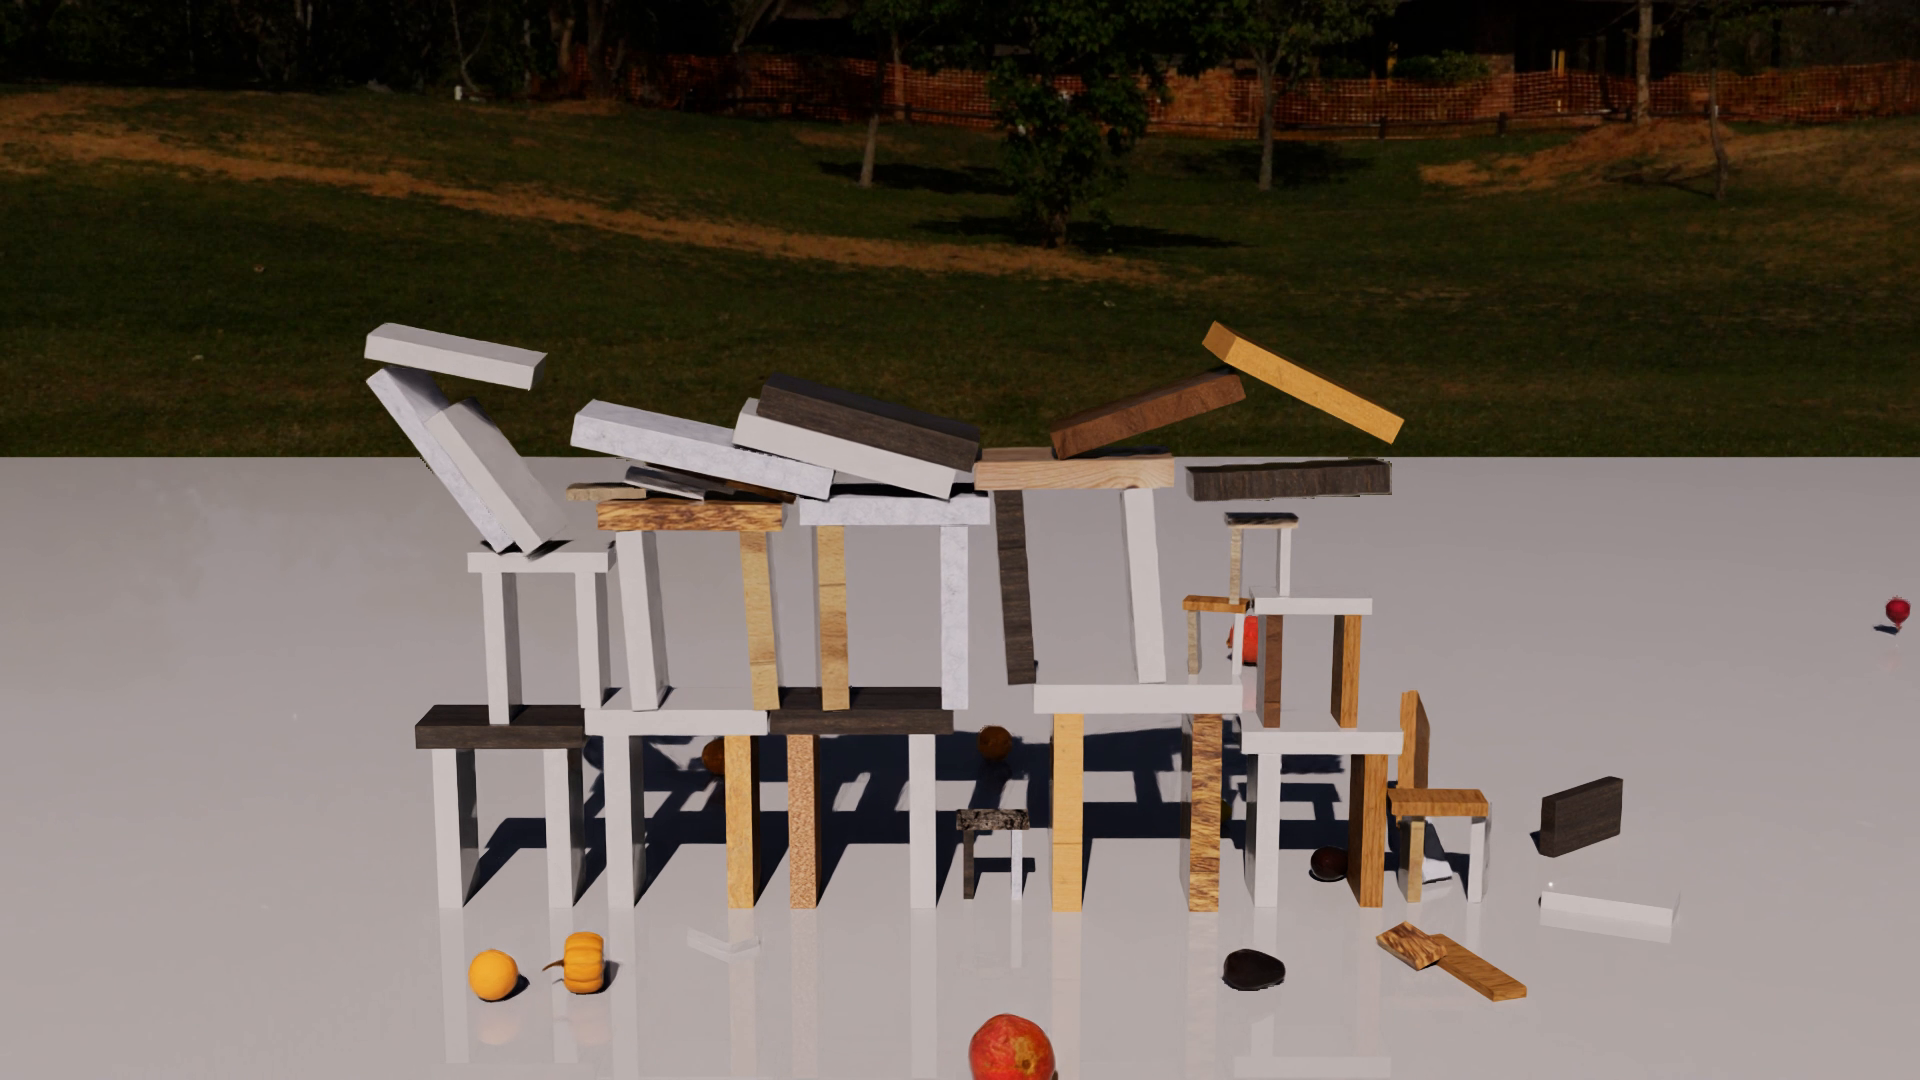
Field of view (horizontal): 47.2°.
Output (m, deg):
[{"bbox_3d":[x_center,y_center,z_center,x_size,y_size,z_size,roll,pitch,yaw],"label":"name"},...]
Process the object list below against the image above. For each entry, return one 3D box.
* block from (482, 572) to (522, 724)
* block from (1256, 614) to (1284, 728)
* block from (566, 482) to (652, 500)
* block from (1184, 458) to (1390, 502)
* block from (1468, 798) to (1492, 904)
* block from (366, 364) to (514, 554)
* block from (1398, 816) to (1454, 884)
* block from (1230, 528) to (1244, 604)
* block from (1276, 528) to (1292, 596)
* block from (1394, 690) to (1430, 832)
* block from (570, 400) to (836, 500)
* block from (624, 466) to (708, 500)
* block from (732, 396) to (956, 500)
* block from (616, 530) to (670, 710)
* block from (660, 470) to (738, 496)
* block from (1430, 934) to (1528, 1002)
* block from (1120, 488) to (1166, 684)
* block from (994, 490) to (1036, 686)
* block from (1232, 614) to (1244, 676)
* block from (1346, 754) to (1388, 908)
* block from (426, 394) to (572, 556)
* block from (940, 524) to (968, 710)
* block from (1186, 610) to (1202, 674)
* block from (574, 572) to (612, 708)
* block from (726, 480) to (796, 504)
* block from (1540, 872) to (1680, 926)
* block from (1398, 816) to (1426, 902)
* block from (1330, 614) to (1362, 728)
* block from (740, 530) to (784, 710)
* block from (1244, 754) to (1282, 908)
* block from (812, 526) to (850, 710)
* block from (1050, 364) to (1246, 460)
[{"bbox_3d":[-0.746,0.164,3.587,0.032,0.250,0.112,-1,11,0],"label":"block"},{"bbox_3d":[0.507,0.204,3.605,0.027,0.188,0.094,0,11,0],"label":"block"},{"bbox_3d":[-0.566,-0.079,3.544,0.129,0.018,0.064,-1,11,-1],"label":"block"},{"bbox_3d":[0.523,-0.097,3.533,0.308,0.044,0.154,-3,6,1],"label":"block"},{"bbox_3d":[0.862,0.515,3.647,0.022,0.156,0.078,4,11,21],"label":"block"},{"bbox_3d":[-0.811,-0.140,3.535,0.037,0.340,0.130,-35,7,15],"label":"block"},{"bbox_3d":[0.793,0.525,3.746,0.056,0.113,0.016,-5,-26,-27],"label":"block"},{"bbox_3d":[0.449,0.037,3.570,0.016,0.126,0.056,3,11,11],"label":"block"},{"bbox_3d":[0.525,0.031,3.570,0.016,0.113,0.056,0,11,2],"label":"block"},{"bbox_3d":[0.806,0.414,3.910,0.029,0.103,0.292,-8,43,22],"label":"block"},{"bbox_3d":[-0.404,-0.147,3.529,0.412,0.050,0.175,12,11,-3],"label":"block"},{"bbox_3d":[-0.472,-0.092,3.540,0.129,0.018,0.064,13,10,-4],"label":"block"},{"bbox_3d":[-0.182,-0.149,3.531,0.350,0.050,0.175,15,11,-4],"label":"block"},{"bbox_3d":[-0.515,0.116,3.577,0.041,0.293,0.146,-4,10,1],"label":"block"},{"bbox_3d":[-0.420,-0.098,3.541,0.122,0.016,0.056,13,10,-2],"label":"block"},{"bbox_3d":[0.767,0.645,3.327,0.056,0.016,0.232,-4,11,-19],"label":"block"},{"bbox_3d":[0.295,0.059,3.568,0.045,0.315,0.157,-5,10,1],"label":"block"},{"bbox_3d":[0.088,0.062,3.569,0.045,0.315,0.157,-4,10,1],"label":"block"},{"bbox_3d":[0.454,0.165,3.590,0.015,0.103,0.051,3,11,5],"label":"block"},{"bbox_3d":[0.674,0.462,3.643,0.037,0.260,0.130,0,11,0],"label":"block"},{"bbox_3d":[-0.739,-0.105,3.528,0.037,0.261,0.131,-35,6,17],"label":"block"},{"bbox_3d":[-0.009,0.111,3.583,0.043,0.301,0.150,0,10,0],"label":"block"},{"bbox_3d":[0.384,0.163,3.596,0.015,0.103,0.051,0,10,14],"label":"block"},{"bbox_3d":[-0.598,0.151,3.585,0.032,0.223,0.112,-1,11,0],"label":"block"},{"bbox_3d":[-0.317,-0.084,3.528,0.112,0.016,0.056,17,10,-4],"label":"block"},{"bbox_3d":[1.066,0.588,3.602,0.206,0.029,0.103,5,12,24],"label":"block"},{"bbox_3d":[0.750,0.514,3.651,0.022,0.156,0.078,1,11,0],"label":"block"},{"bbox_3d":[0.632,0.204,3.603,0.027,0.188,0.094,0,11,0],"label":"block"},{"bbox_3d":[-0.322,0.117,3.579,0.041,0.292,0.146,-4,11,-1],"label":"block"},{"bbox_3d":[0.501,0.463,3.643,0.037,0.260,0.130,0,11,0],"label":"block"},{"bbox_3d":[-0.212,0.112,3.578,0.043,0.301,0.150,-3,11,-7],"label":"block"},{"bbox_3d":[0.298,-0.208,3.521,0.308,0.044,0.154,-18,9,6],"label":"block"}]
